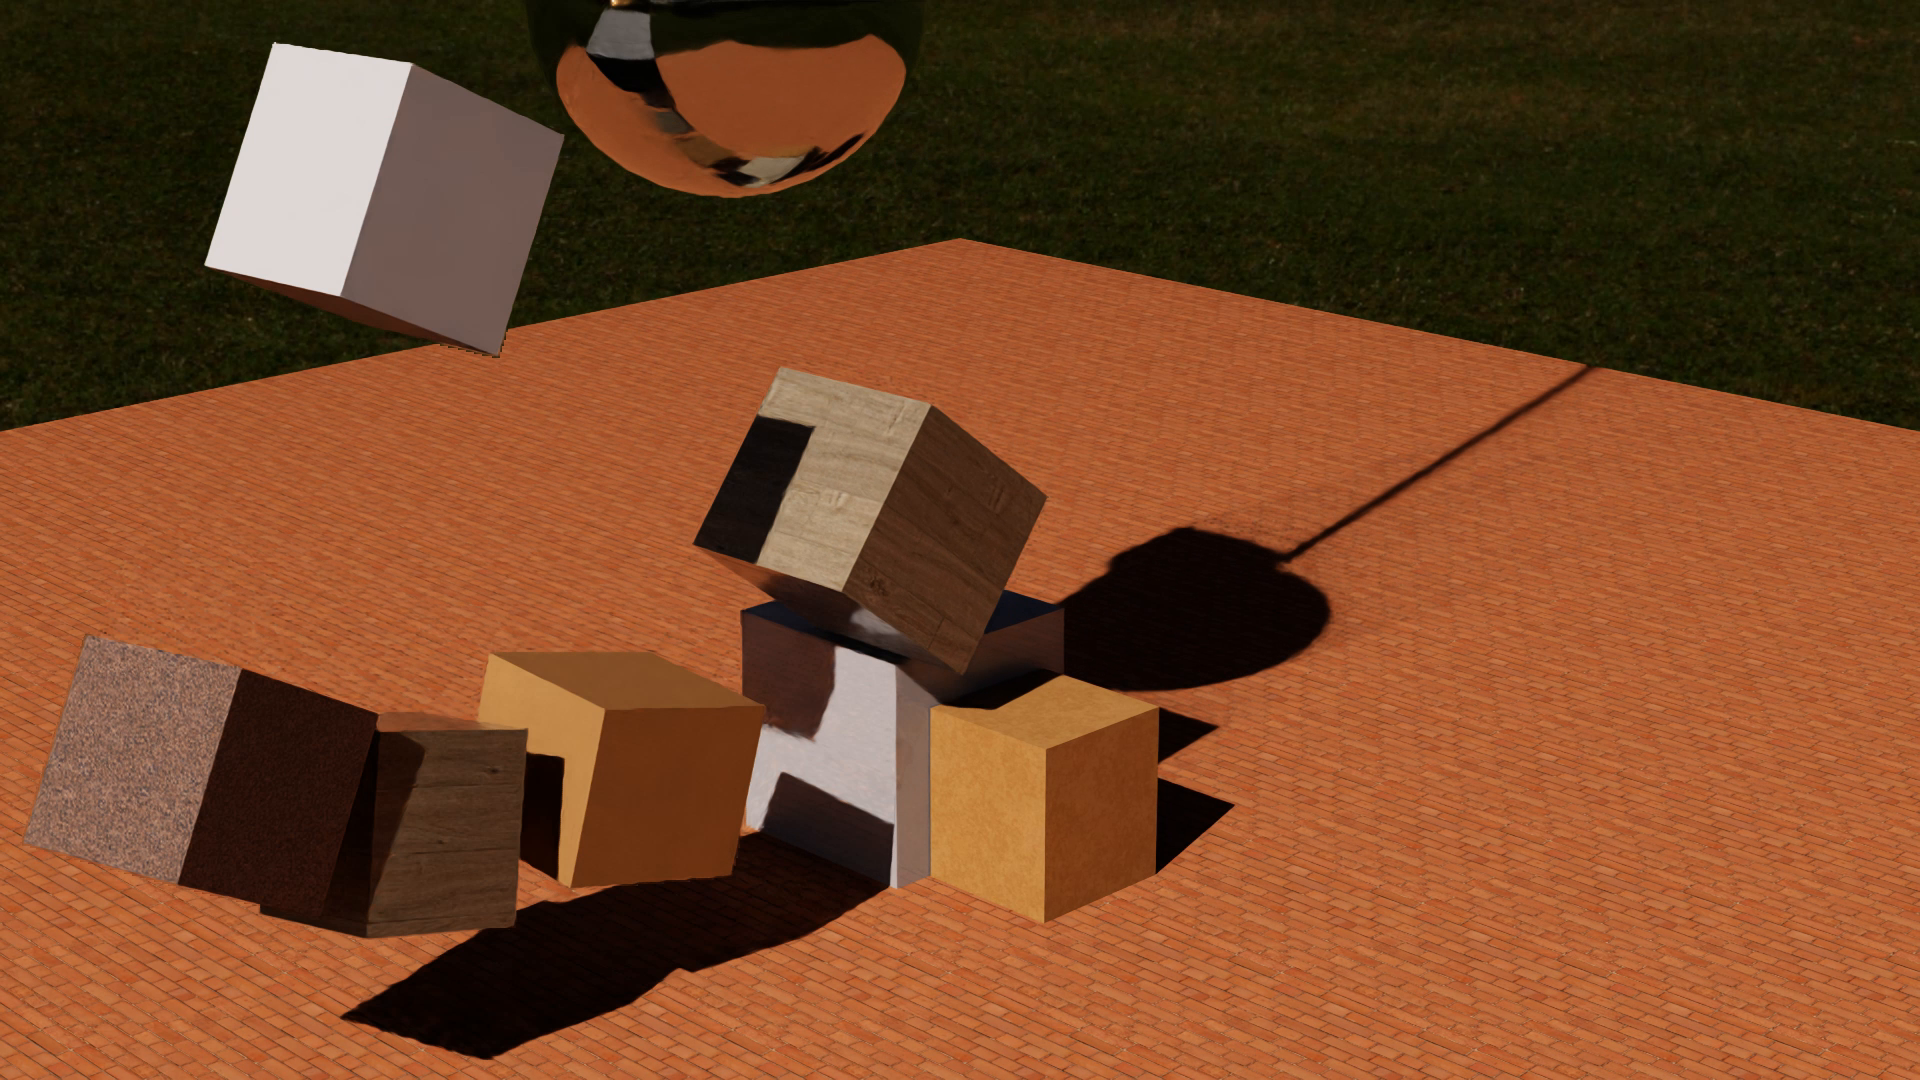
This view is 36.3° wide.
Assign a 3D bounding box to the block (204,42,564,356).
[{"bbox_3d":[-2.082,-1.234,10.643,0.759,0.845,0.781,14,-4,37],"label":"block"}]

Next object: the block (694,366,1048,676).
[{"bbox_3d":[-0.389,-0.087,12.894,0.935,0.885,0.924,16,-14,41],"label":"block"}]

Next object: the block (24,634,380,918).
[{"bbox_3d":[-2.711,0.851,10.515,0.767,0.764,0.742,9,-11,31],"label":"block"}]

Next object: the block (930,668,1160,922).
[{"bbox_3d":[0.382,1.146,13.323,0.743,0.824,0.714,-17,24,-42],"label":"block"}]

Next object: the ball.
[{"bbox_3d":[-0.929,-2.168,11.687,1.600,1.600,1.600,0,17,0],"label":"ball"}]

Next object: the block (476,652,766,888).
[{"bbox_3d":[-1.434,0.926,12.059,0.771,0.736,0.848,21,13,42],"label":"block"}]

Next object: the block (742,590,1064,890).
[{"bbox_3d":[-0.266,0.840,13.862,1.096,1.085,1.041,-17,24,-42],"label":"block"}]

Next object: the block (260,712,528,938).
[{"bbox_3d":[-2.179,1.082,11.296,0.655,0.767,0.716,4,1,41],"label":"block"}]
